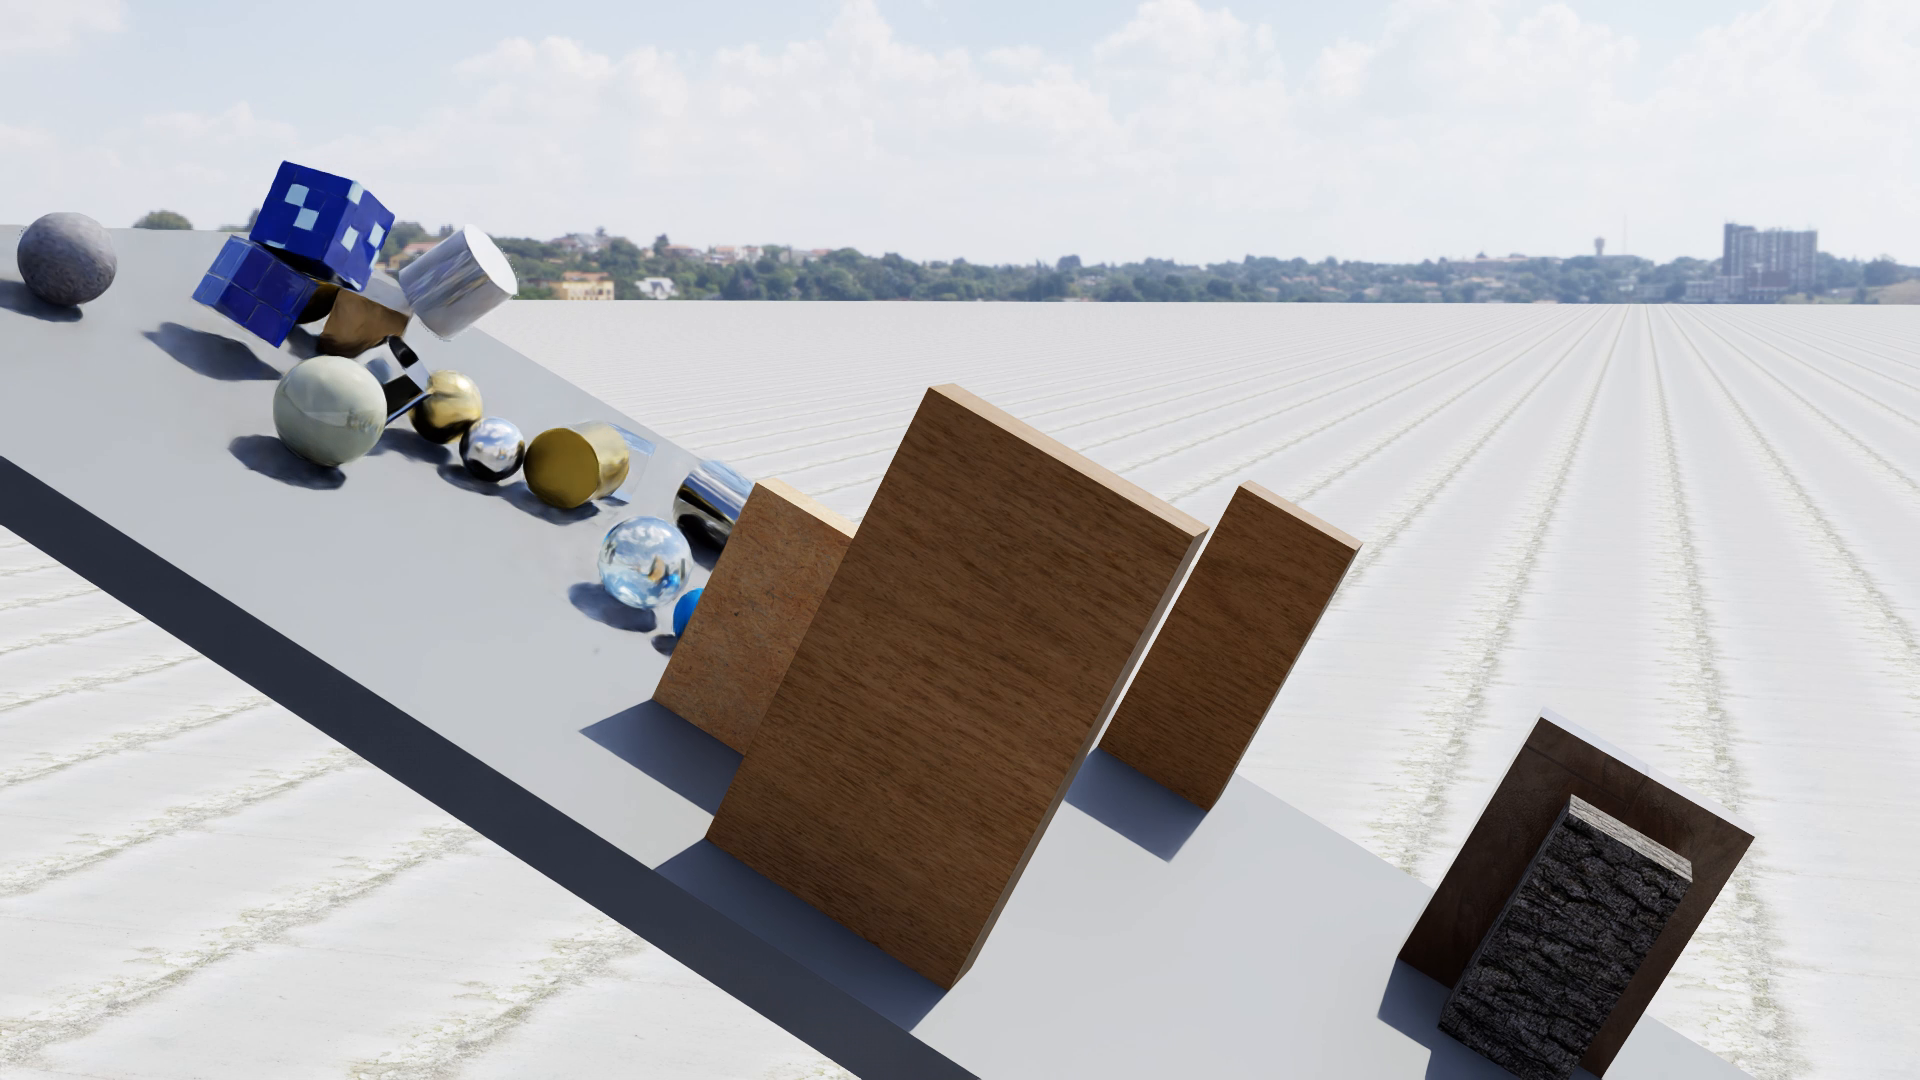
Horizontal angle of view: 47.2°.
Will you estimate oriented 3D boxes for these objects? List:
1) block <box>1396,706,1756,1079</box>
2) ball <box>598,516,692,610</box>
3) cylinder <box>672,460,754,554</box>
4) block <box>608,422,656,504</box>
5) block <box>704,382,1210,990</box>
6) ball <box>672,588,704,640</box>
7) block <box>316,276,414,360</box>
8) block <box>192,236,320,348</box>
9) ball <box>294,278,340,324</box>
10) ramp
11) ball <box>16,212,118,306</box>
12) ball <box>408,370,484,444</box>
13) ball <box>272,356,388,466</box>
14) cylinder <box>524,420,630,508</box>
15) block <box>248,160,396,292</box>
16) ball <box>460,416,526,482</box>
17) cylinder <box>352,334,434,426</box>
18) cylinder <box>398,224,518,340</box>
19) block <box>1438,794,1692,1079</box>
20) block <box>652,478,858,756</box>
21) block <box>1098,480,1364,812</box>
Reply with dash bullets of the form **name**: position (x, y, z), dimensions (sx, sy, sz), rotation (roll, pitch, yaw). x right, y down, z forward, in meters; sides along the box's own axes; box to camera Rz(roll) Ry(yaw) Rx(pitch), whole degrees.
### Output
- **block**: position (1.189, 0.682, 4.272), dimensions (0.445, 0.562, 0.110), rotation (30, 14, 12)
- **ball**: position (-0.588, 0.042, 4.106), dimensions (0.176, 0.176, 0.176), rotation (0, 7, 0)
- **cylinder**: position (-0.496, -0.061, 4.672), dimensions (0.162, 0.162, 0.162), rotation (33, 21, 23)
- **block**: position (-0.730, -0.166, 4.711), dimensions (0.114, 0.114, 0.114), rotation (26, 13, -9)
- **block**: position (-0.013, 0.218, 3.271), dimensions (0.440, 0.781, 0.121), rotation (30, 14, 12)
- **ball**: position (-0.470, 0.148, 4.056), dimensions (0.120, 0.120, 0.120), rotation (0, 7, 0)
- **block**: position (-1.265, -0.463, 4.701), dimensions (0.152, 0.152, 0.152), rotation (23, 18, -13)
- **block**: position (-1.406, -0.496, 4.386), dimensions (0.151, 0.151, 0.151), rotation (36, -9, -37)
- **ball**: position (-1.404, -0.543, 4.690), dimensions (0.163, 0.163, 0.163), rotation (0, 7, 0)
- **ramp**: position (-0.225, 0.375, 4.149), dimensions (4.000, 0.100, 2.000), rotation (30, 14, 12)
- **ball**: position (-1.682, -0.531, 4.147), dimensions (0.177, 0.177, 0.177), rotation (0, 7, 0)
- **ball**: position (-1.033, -0.267, 4.412), dimensions (0.151, 0.151, 0.151), rotation (0, 7, 0)
- **ball**: position (-1.150, -0.236, 4.014), dimensions (0.203, 0.203, 0.203), rotation (0, 7, 0)
- **cylinder**: position (-0.781, -0.156, 4.485), dimensions (0.163, 0.163, 0.163), rotation (2, 9, 13)
- **block**: position (-1.280, -0.628, 4.420), dimensions (0.174, 0.174, 0.174), rotation (17, -11, 15)
- **ball**: position (-0.929, -0.180, 4.371), dimensions (0.130, 0.130, 0.130), rotation (0, 7, 0)
- **cylinder**: position (-1.131, -0.305, 4.298), dimensions (0.143, 0.143, 0.143), rotation (-33, 4, 6)
- **cylinder**: position (-1.072, -0.551, 4.701), dimensions (0.177, 0.177, 0.177), rotation (-32, 1, 11)
- **block**: position (1.115, 0.749, 4.064), dimensions (0.243, 0.481, 0.148), rotation (30, 14, 12)
- **block**: position (-0.271, 0.169, 3.714), dimensions (0.353, 0.426, 0.088), rotation (30, 14, 12)
- **block**: position (0.566, 0.222, 4.623), dimensions (0.272, 0.637, 0.133), rotation (30, 14, 12)
